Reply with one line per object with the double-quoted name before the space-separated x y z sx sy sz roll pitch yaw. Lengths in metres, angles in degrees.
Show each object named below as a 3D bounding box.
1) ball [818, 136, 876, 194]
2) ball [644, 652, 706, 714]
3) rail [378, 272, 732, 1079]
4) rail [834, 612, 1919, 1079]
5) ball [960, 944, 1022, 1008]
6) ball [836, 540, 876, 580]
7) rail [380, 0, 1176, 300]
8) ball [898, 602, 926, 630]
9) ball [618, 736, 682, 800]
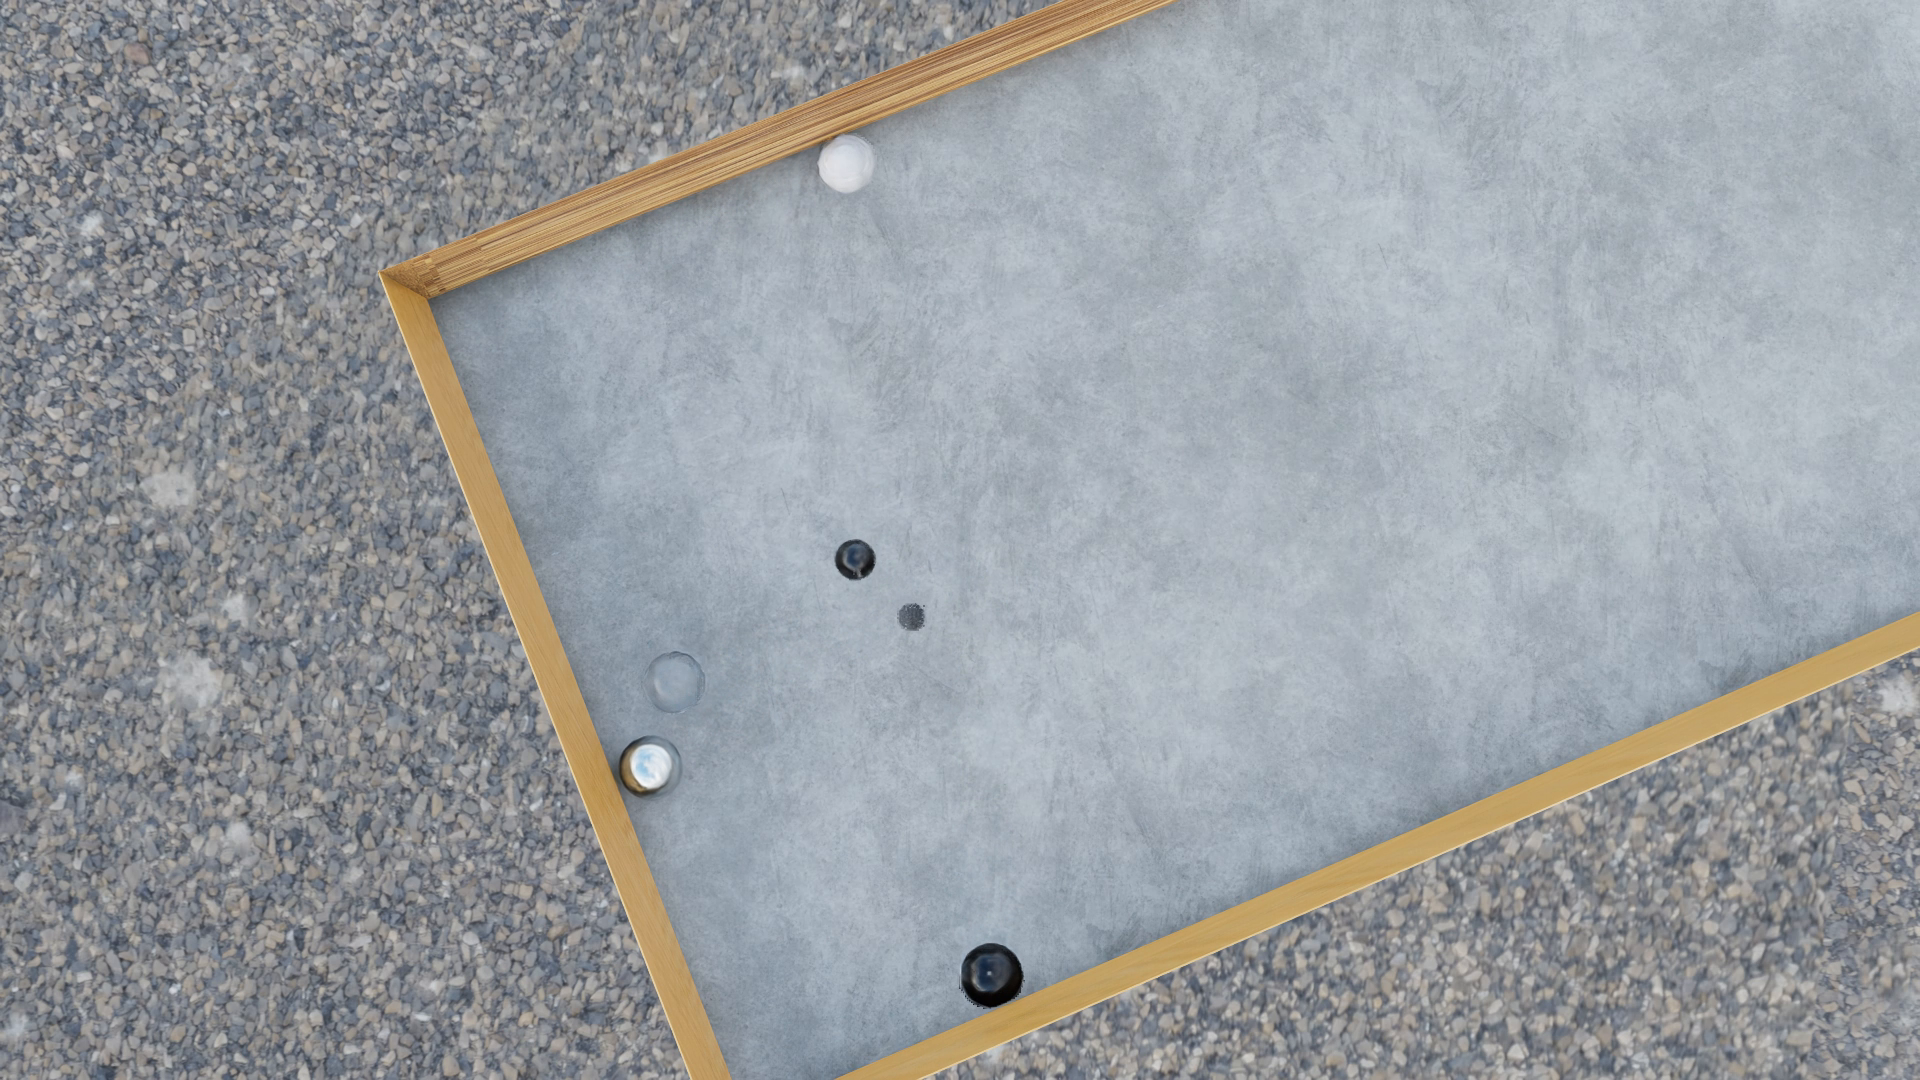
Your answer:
"ball" -0.175 -0.580 3.392 0.088 0.088 0.088 0 79 0
"ball" -0.421 0.210 3.241 0.091 0.091 0.091 0 79 0
"rail" -0.576 0.234 3.220 0.045 0.122 1.397 -22 80 -4
"rail" 0.860 0.359 3.196 2.594 0.122 0.045 -22 80 -4
"ball" 0.045 0.626 3.162 0.090 0.090 0.090 0 79 0
"ball" -0.156 0.029 3.290 0.061 0.061 0.061 0 79 0
"rail" 0.336 -0.863 3.428 2.594 0.122 0.045 -22 80 -4
"ball" -0.072 0.114 3.285 0.040 0.040 0.040 0 79 0
"ball" -0.453 0.332 3.216 0.094 0.094 0.094 0 79 0
